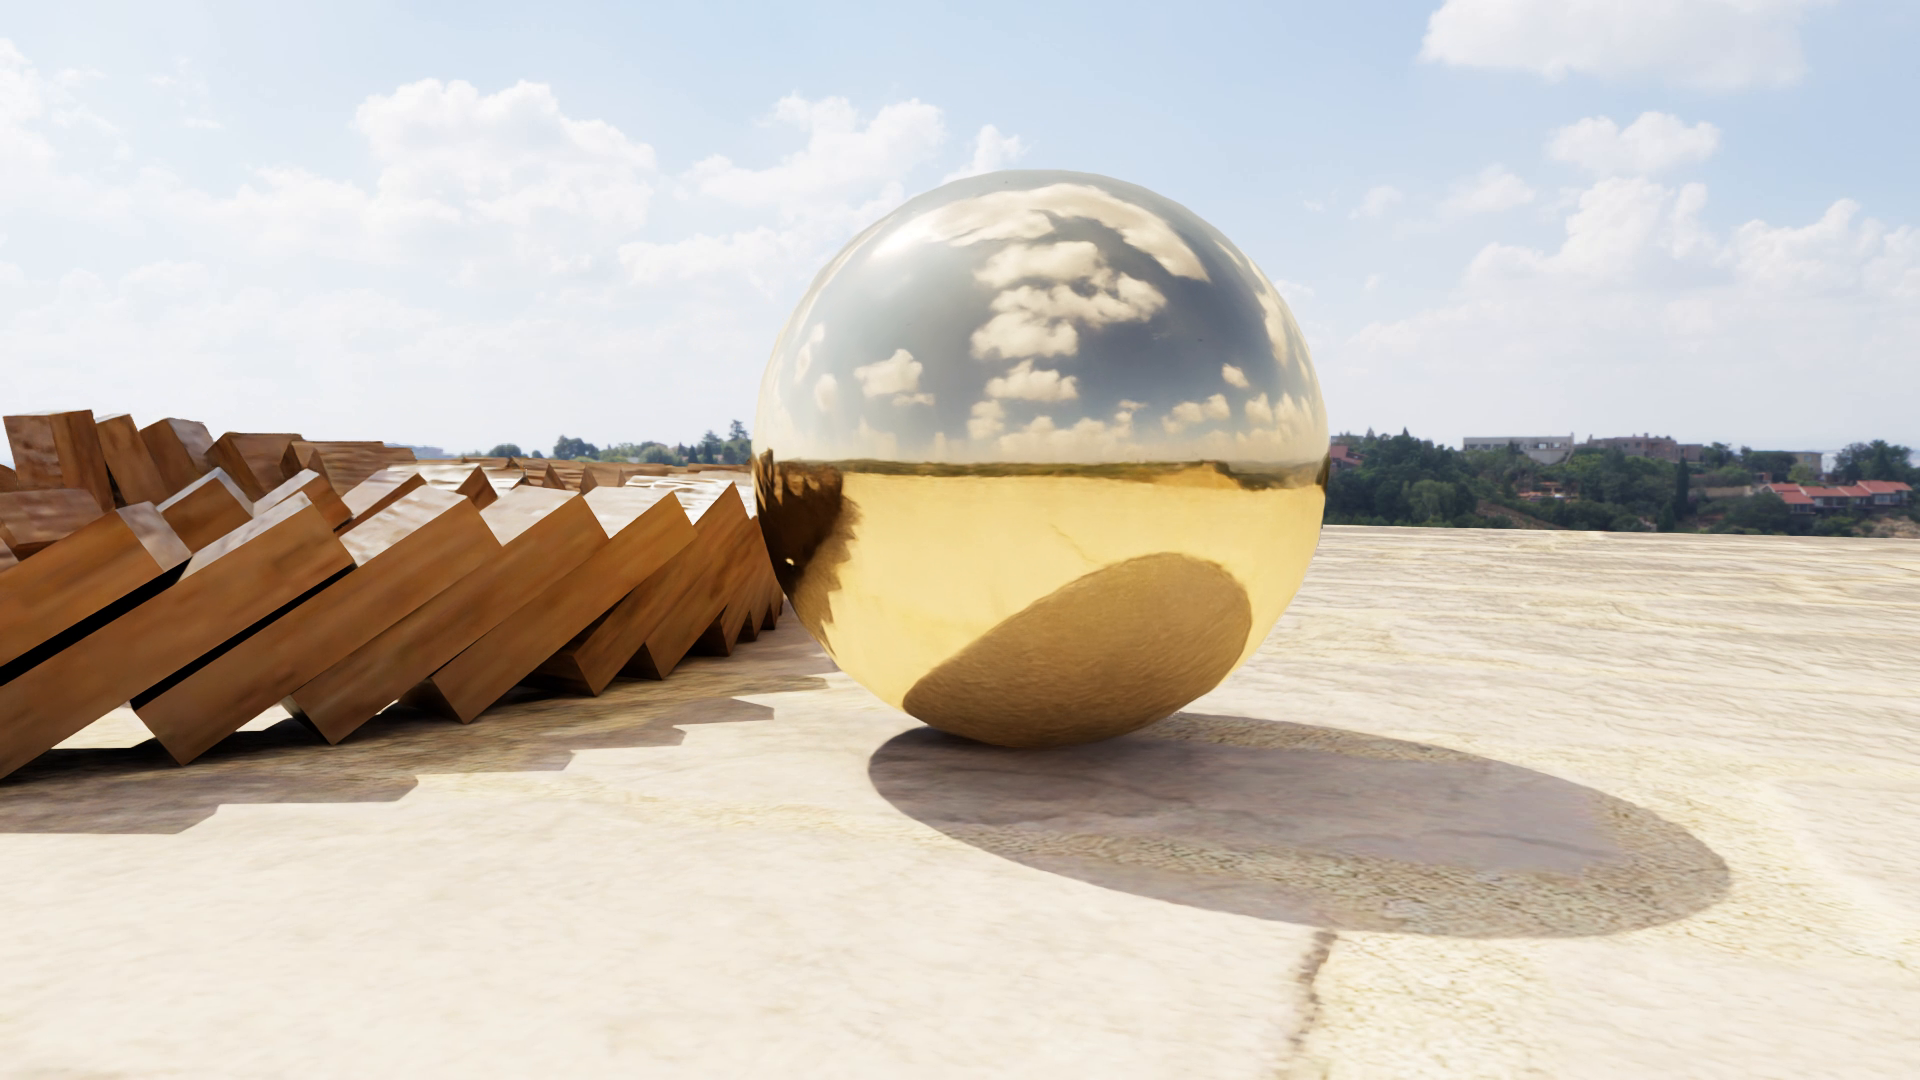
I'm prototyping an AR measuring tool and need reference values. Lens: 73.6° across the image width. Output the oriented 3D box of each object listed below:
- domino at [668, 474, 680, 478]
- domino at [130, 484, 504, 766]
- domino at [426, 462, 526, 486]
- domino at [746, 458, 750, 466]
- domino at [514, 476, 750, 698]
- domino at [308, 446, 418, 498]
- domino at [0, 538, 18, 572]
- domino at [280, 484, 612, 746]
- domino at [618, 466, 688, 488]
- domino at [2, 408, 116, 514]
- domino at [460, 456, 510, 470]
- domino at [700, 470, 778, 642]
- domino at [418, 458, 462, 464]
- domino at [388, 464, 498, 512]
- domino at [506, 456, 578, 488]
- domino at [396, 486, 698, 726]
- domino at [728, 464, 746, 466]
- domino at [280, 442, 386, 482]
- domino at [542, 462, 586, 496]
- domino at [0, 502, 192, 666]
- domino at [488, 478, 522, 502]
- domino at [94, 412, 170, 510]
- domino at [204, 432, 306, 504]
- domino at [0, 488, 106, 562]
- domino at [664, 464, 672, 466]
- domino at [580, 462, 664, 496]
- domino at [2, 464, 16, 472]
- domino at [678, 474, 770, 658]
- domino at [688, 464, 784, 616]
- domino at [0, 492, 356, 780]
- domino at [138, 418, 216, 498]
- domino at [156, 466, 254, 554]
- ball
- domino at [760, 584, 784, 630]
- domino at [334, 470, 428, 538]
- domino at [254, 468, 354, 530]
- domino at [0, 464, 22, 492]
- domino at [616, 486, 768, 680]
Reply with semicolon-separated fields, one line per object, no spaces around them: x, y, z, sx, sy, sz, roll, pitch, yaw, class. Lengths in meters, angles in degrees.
-0.065;-0.001;0.348;0.025;0.009;0.050;-1;36;-15;domino
-0.095;0.010;0.188;0.050;0.009;0.025;-40;27;-26;domino
-0.127;0.000;0.321;0.025;0.010;0.050;4;37;-6;domino
-0.053;-0.009;0.441;0.025;0.010;0.050;-3;41;-44;domino
-0.063;0.007;0.236;0.025;0.009;0.050;4;39;28;domino
-0.147;-0.003;0.332;0.025;0.009;0.050;-4;49;-48;domino
-0.146;0.014;0.155;0.050;0.009;0.025;-33;11;-9;domino
-0.082;0.010;0.200;0.050;0.009;0.025;-41;29;-29;domino
-0.079;-0.003;0.366;0.025;0.010;0.050;-2;39;-30;domino
-0.217;-0.006;0.314;0.025;0.050;0.010;3;15;34;domino
-0.137;-0.008;0.412;0.050;0.009;0.025;42;20;22;domino
-0.053;0.002;0.294;0.025;0.009;0.050;3;38;7;domino
-0.153;-0.007;0.415;0.050;0.010;0.025;40;17;15;domino
-0.125;0.003;0.277;0.025;0.009;0.050;2;42;21;domino
-0.121;-0.007;0.405;0.025;0.009;0.050;1;37;-52;domino
-0.071;0.009;0.215;0.025;0.009;0.050;4;38;44;domino
-0.067;-0.009;0.451;0.025;0.010;0.050;-5;39;-49;domino
-0.159;-0.005;0.342;0.025;0.050;0.009;-5;-36;-51;domino
-0.106;-0.005;0.393;0.025;0.009;0.050;-3;41;-44;domino
-0.127;0.013;0.165;0.050;0.009;0.025;-35;17;-17;domino
-0.123;0.003;0.296;0.025;0.010;0.050;1;36;13;domino
-0.209;-0.007;0.329;0.025;0.050;0.010;4;27;46;domino
-0.178;-0.006;0.346;0.009;0.050;0.025;-38;-7;15;domino
-0.175;0.009;0.218;0.050;0.009;0.025;-32;4;1;domino
-0.101;-0.011;0.472;0.050;0.009;0.025;38;20;24;domino
-0.092;-0.004;0.381;0.025;0.009;0.050;-2;39;-37;domino
-0.305;-0.008;0.441;0.050;0.009;0.025;36;-19;-32;domino
-0.055;0.004;0.275;0.025;0.010;0.050;1;37;9;domino
-0.059;-0.001;0.332;0.025;0.009;0.050;2;38;-11;domino
-0.110;0.012;0.176;0.050;0.010;0.025;-37;22;-21;domino
-0.197;-0.008;0.341;0.010;0.050;0.025;-30;8;-9;domino
-0.154;0.006;0.232;0.050;0.009;0.025;-40;24;-18;domino
0.011;-0.011;0.181;0.080;0.080;0.080;0;4;0;ball
-0.054;0.002;0.311;0.025;0.009;0.050;0;37;3;domino
-0.129;0.005;0.254;0.025;0.009;0.050;5;42;49;domino
-0.141;0.006;0.241;0.050;0.010;0.025;-41;25;-22;domino
-0.263;-0.005;0.378;0.025;0.010;0.050;4;-31;47;domino
-0.056;0.007;0.252;0.025;0.009;0.050;2;36;26;domino
